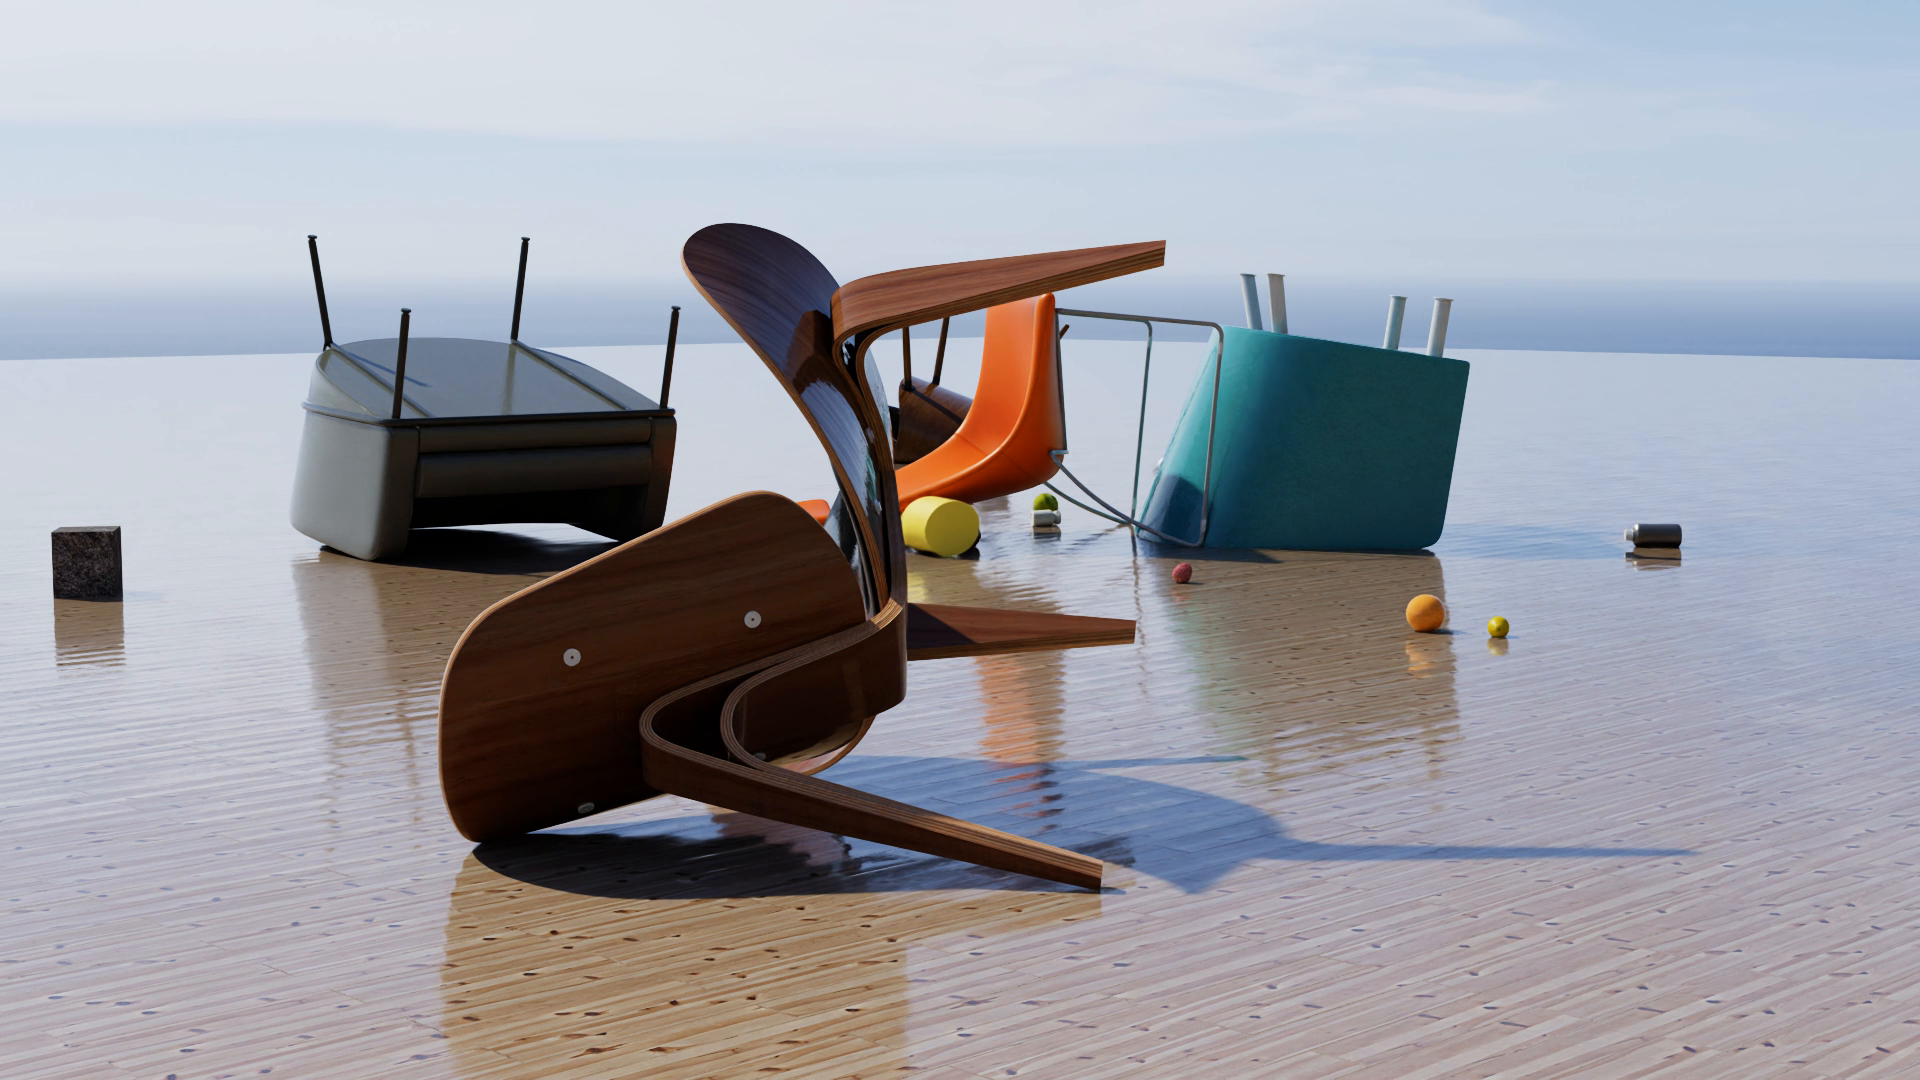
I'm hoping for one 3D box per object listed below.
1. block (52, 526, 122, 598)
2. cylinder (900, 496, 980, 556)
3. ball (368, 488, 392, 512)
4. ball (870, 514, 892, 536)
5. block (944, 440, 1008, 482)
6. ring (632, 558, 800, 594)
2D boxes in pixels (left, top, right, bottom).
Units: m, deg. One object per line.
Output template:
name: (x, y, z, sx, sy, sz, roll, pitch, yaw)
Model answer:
block: (-1.809, 0.045, 5.319, 0.122, 0.135, 0.121, -1, 6, -11)
cylinder: (-0.049, -0.033, 6.091, 0.147, 0.129, 0.136, -22, 15, -24)
ball: (-1.626, -0.114, 7.187, 0.067, 0.067, 0.067, 0, 6, 0)
ball: (-0.201, -0.040, 6.520, 0.057, 0.057, 0.057, 0, 6, 0)
block: (0.052, -0.258, 8.307, 0.194, 0.125, 0.085, -4, 7, -36)
ring: (-0.515, 0.076, 5.416, 0.363, 0.053, 0.258, 0, 6, 10)
